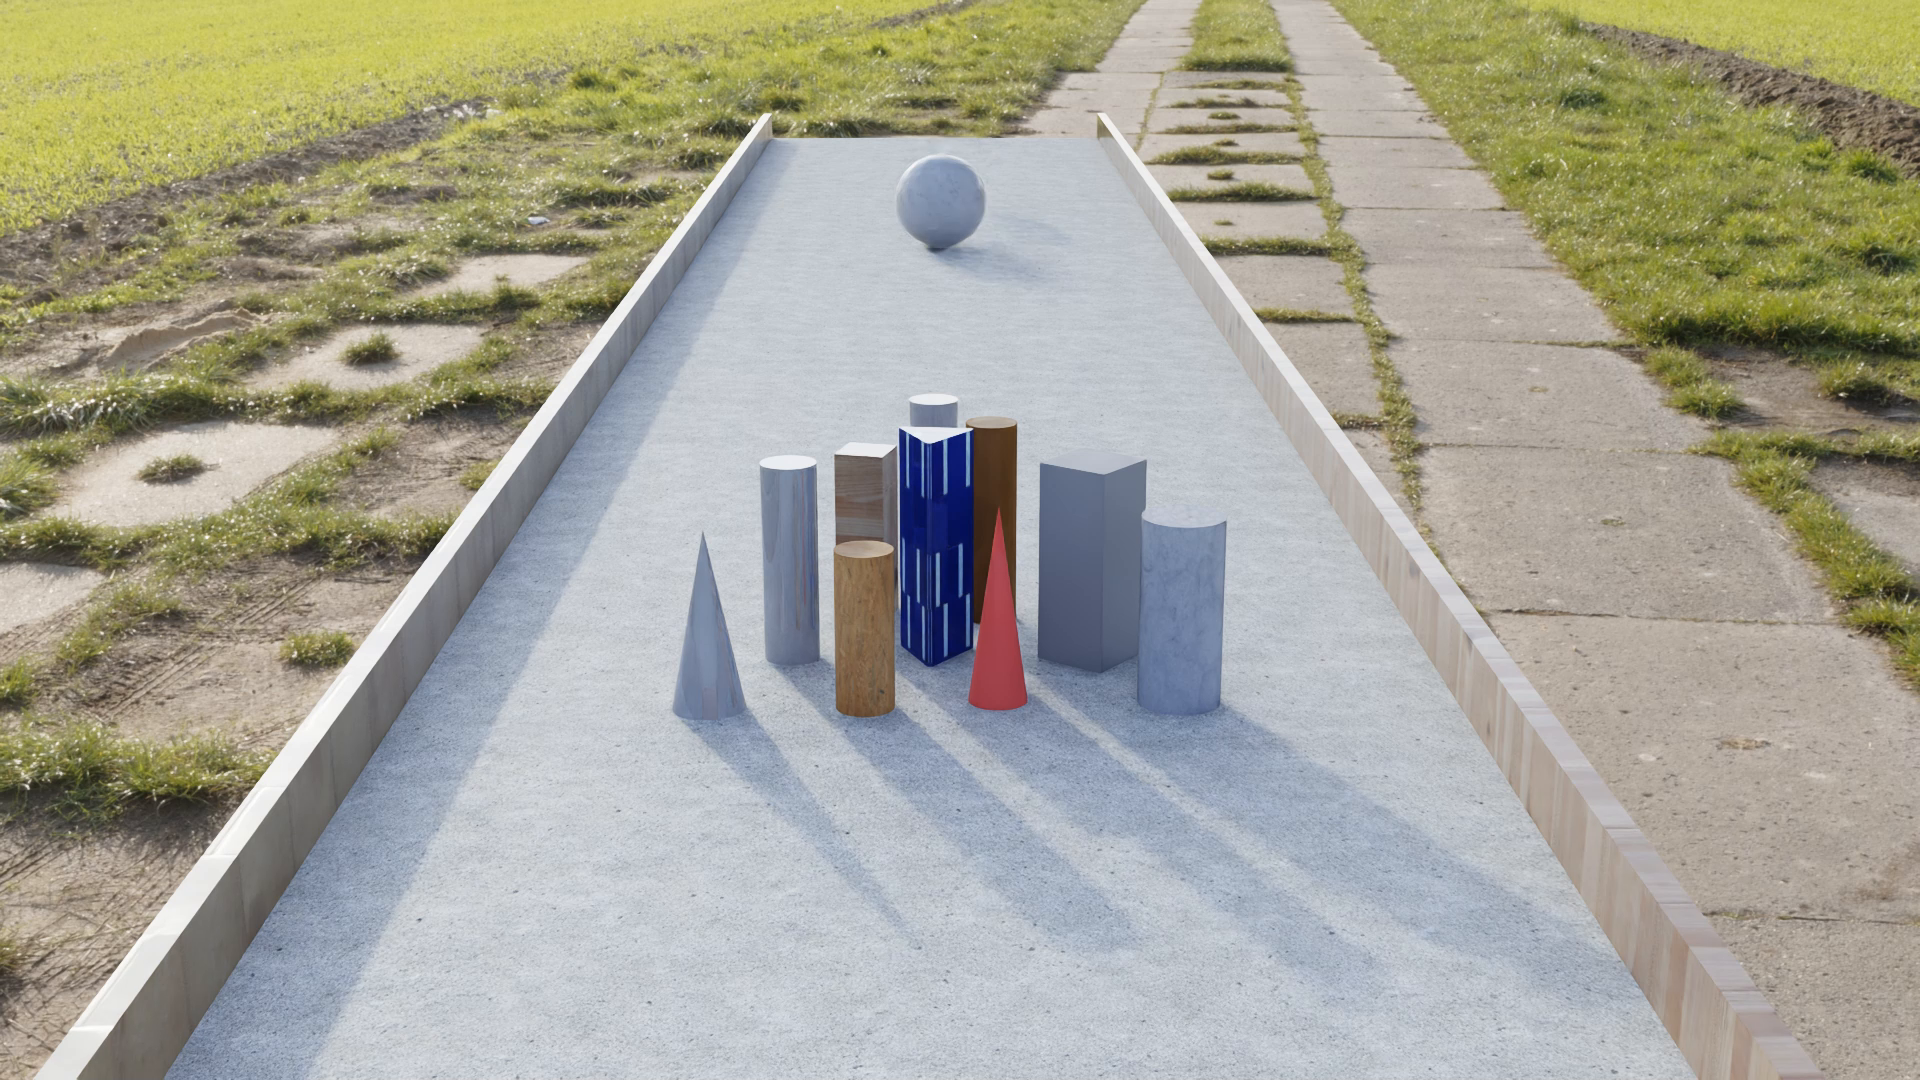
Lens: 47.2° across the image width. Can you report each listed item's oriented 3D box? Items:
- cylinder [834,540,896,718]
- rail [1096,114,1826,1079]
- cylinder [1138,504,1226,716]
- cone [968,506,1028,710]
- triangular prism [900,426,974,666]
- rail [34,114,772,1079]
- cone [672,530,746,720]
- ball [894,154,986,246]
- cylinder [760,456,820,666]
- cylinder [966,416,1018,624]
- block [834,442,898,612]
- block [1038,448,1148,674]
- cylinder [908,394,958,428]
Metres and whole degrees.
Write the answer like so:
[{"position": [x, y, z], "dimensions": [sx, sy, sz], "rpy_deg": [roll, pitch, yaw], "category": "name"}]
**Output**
[{"position": [-0.179, 0.166, 4.121], "dimensions": [0.112, 0.312, 0.112], "rpy_deg": [0, 17, 0], "category": "cylinder"}, {"position": [0.932, -0.844, 7.801], "dimensions": [0.050, 0.150, 12.000], "rpy_deg": [0, 17, -1], "category": "rail"}, {"position": [0.417, 0.131, 4.143], "dimensions": [0.159, 0.367, 0.159], "rpy_deg": [0, 17, 0], "category": "cylinder"}, {"position": [0.072, 0.120, 4.145], "dimensions": [0.113, 0.386, 0.113], "rpy_deg": [0, 17, 0], "category": "cone"}, {"position": [-0.068, 0.005, 4.405], "dimensions": [0.127, 0.458, 0.147], "rpy_deg": [12, 20, 34], "category": "triangular prism"}, {"position": [-1.118, -0.838, 7.780], "dimensions": [0.050, 0.150, 12.000], "rpy_deg": [0, 17, -1], "category": "rail"}, {"position": [-0.475, 0.148, 4.114], "dimensions": [0.142, 0.351, 0.142], "rpy_deg": [0, 17, 0], "category": "cone"}, {"position": [-0.083, -1.455, 9.428], "dimensions": [0.394, 0.394, 0.394], "rpy_deg": [0, 17, 0], "category": "ball"}, {"position": [-0.338, 0.041, 4.380], "dimensions": [0.112, 0.404, 0.112], "rpy_deg": [0, 17, 0], "category": "cylinder"}, {"position": [0.065, -0.040, 4.617], "dimensions": [0.107, 0.425, 0.107], "rpy_deg": [0, 17, 0], "category": "cylinder"}, {"position": [-0.197, -0.016, 4.647], "dimensions": [0.105, 0.361, 0.105], "rpy_deg": [4, 17, 14], "category": "block"}, {"position": [0.263, 0.039, 4.385], "dimensions": [0.152, 0.406, 0.152], "rpy_deg": [12, 20, 35], "category": "block"}, {"position": [-0.058, -0.106, 4.852], "dimensions": [0.107, 0.418, 0.107], "rpy_deg": [0, 17, 0], "category": "cylinder"}]
